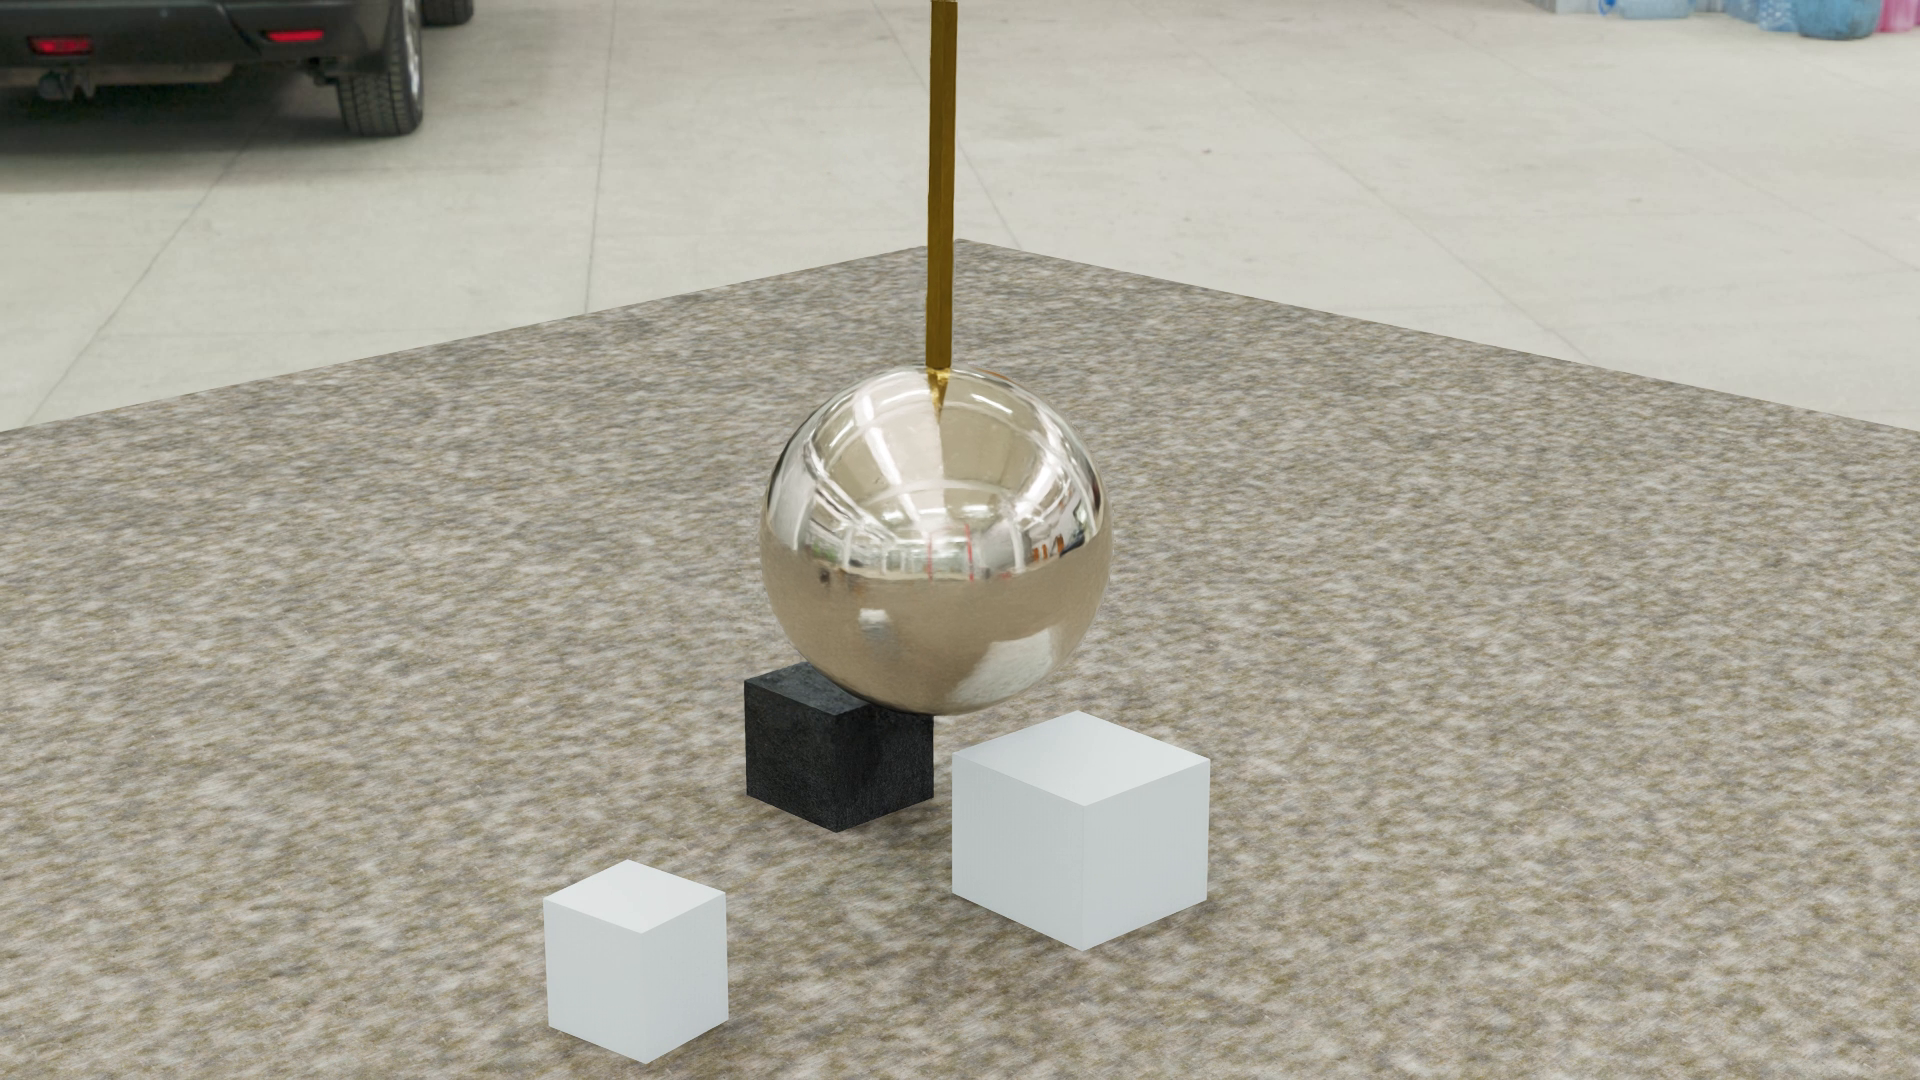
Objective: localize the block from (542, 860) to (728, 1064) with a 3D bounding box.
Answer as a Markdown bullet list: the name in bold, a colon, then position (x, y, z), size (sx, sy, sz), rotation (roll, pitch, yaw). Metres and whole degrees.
- **block**: position (-1.318, 1.710, 11.953), size (0.545, 0.570, 0.493), rotation (13, 22, 35)

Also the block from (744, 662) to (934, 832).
- **block**: position (-0.587, 0.969, 14.266), size (0.637, 0.597, 0.663), rotation (-16, 24, -41)

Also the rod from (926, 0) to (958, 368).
- **rod**: position (-0.048, -3.265, 12.265), size (0.080, 5.200, 0.080), rotation (17, 22, 42)

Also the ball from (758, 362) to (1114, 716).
- **ball**: position (-0.111, -0.004, 13.224), size (1.600, 1.600, 1.600), rotation (0, 17, 0)

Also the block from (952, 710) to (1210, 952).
- **block**: position (0.537, 1.284, 13.128), size (0.790, 0.678, 0.832), rotation (-15, 23, -40)
